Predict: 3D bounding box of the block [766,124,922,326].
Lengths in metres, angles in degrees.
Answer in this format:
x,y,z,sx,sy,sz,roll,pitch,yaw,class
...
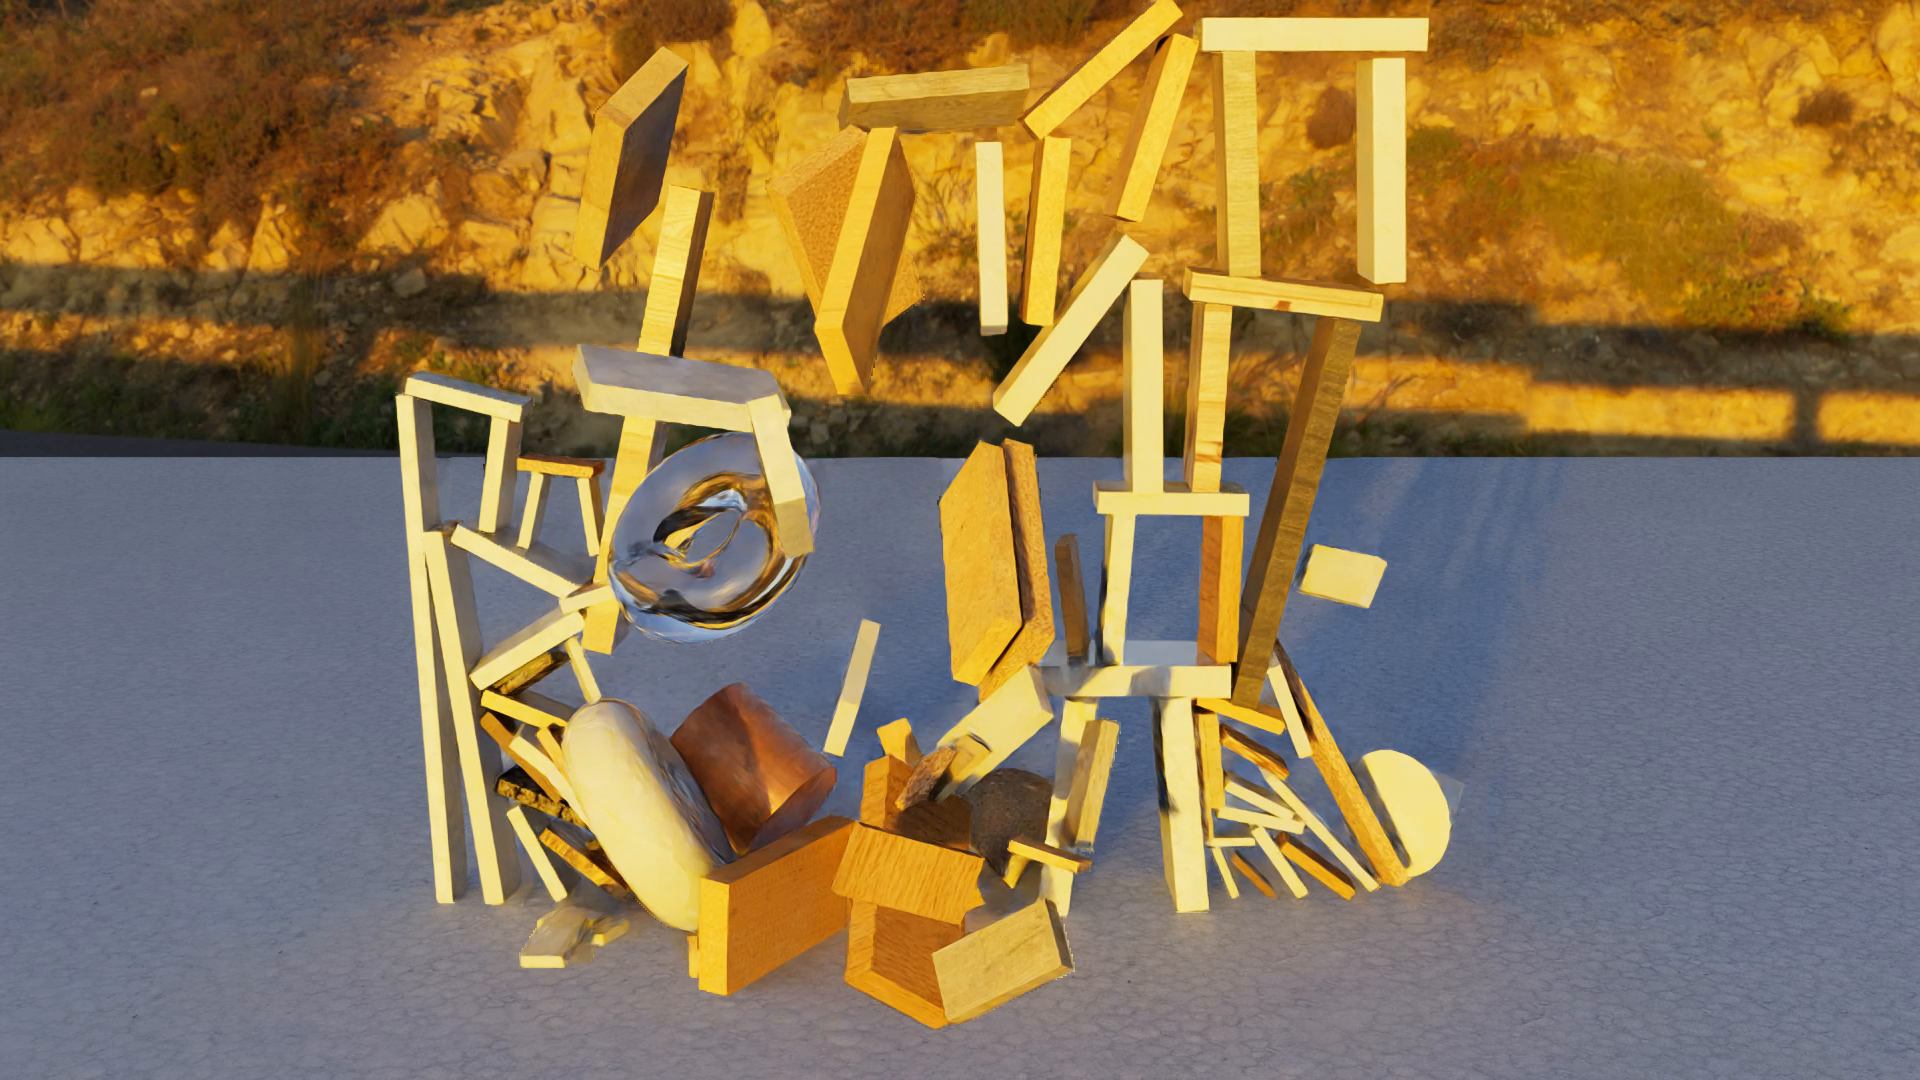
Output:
x,y,z,sx,sy,sz,roll,pitch,yaw,class
-0.178,-0.471,3.483,0.171,0.341,0.048,-39,50,-17,block

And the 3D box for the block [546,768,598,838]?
x,y,z,sx,sy,sz,roll,pitch,yaw,class
-0.592,0.427,3.480,0.147,0.021,0.073,45,-6,23,block

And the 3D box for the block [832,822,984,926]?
x,y,z,sx,sy,sz,roll,pitch,yaw,class
-0.068,0.440,2.899,0.189,0.095,0.027,19,1,-29,block

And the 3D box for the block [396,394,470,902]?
x,y,z,sx,sy,sz,roll,pitch,yaw,class
-0.860,0.176,3.594,0.026,0.840,0.092,-1,10,5,block

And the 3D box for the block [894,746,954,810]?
x,y,z,sx,sy,sz,roll,pitch,yaw,class
-0.050,0.339,3.134,0.052,0.015,0.104,-28,17,39,block

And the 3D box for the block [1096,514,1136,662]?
x,y,z,sx,sy,sz,roll,pitch,yaw,class
0.251,0.066,3.567,0.034,0.239,0.120,4,11,-2,block

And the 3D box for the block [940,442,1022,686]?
x,y,z,sx,sy,sz,roll,pitch,yaw,class
0.028,0.030,3.279,0.040,0.140,0.376,18,40,-20,block

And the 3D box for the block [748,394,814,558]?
x,y,z,sx,sy,sz,roll,pitch,yaw,class
-0.235,-0.079,2.893,0.040,0.140,0.279,-15,-14,-5,block

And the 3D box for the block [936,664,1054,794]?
x,y,z,sx,sy,sz,roll,pitch,yaw,class
0.050,0.276,3.196,0.026,0.194,0.092,30,28,-36,block

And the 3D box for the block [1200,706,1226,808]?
x,y,z,sx,sy,sz,roll,pitch,yaw,class
0.413,0.352,3.618,0.023,0.160,0.080,-6,12,0,block

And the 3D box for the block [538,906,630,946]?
x,y,z,sx,sy,sz,roll,pitch,yaw,class
-0.598,0.611,3.490,0.131,0.019,0.066,6,17,30,block

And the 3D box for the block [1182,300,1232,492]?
x,y,z,sx,sy,sz,roll,pitch,yaw,class
0.395,-0.236,3.528,0.042,0.298,0.149,2,12,-1,block

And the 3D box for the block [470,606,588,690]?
x,y,z,sx,sy,sz,roll,pitch,yaw,class
-0.692,0.161,3.592,0.219,0.031,0.109,-30,14,13,block

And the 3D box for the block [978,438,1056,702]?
x,y,z,sx,sy,sz,roll,pitch,yaw,class
0.072,0.046,3.361,0.048,0.168,0.400,14,43,-18,block

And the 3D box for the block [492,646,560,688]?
x,y,z,sx,sy,sz,roll,pitch,yaw,class
-0.713,0.208,3.612,0.110,0.016,0.055,-29,-1,12,block

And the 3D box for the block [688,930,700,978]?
x,y,z,sx,sy,sz,roll,pitch,yaw,class
-0.362,0.615,3.346,0.019,0.066,0.131,4,11,34,block

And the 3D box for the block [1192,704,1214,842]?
x,y,z,sx,sy,sz,roll,pitch,yaw,class
0.393,0.381,3.631,0.023,0.217,0.080,-6,11,0,block

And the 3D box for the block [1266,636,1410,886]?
x,y,z,sx,sy,sz,roll,pitch,yaw,class
0.617,0.368,3.679,0.023,0.467,0.082,-29,3,-10,block

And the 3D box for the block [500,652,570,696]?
x,y,z,sx,sy,sz,roll,pitch,yaw,class
-0.694,0.219,3.589,0.110,0.016,0.055,-33,-9,16,block

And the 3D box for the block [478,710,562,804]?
x,y,z,sx,sy,sz,roll,pitch,yaw,class
-0.709,0.347,3.630,0.026,0.185,0.093,-42,4,10,block

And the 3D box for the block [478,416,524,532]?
x,y,z,sx,sy,sz,roll,pitch,yaw,class
-0.738,-0.112,3.541,0.026,0.185,0.092,10,12,4,block

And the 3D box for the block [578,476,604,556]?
x,y,z,sx,sy,sz,roll,pitch,yaw,class
-0.590,-0.043,3.540,0.018,0.125,0.063,-6,12,6,block

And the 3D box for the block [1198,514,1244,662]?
x,y,z,sx,sy,sz,roll,pitch,yaw,class
0.422,0.068,3.569,0.034,0.239,0.120,0,11,-9,block

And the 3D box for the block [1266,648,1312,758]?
x,y,z,sx,sy,sz,roll,pitch,yaw,class
0.531,0.266,3.581,0.023,0.165,0.082,-20,16,6,block

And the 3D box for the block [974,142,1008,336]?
x,y,z,sx,sy,sz,roll,pitch,yaw,class
0.049,-0.469,3.447,0.040,0.282,0.141,-2,-1,0,block

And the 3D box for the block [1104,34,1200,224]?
x,y,z,sx,sy,sz,roll,pitch,yaw,class
0.297,-0.640,3.432,0.041,0.287,0.144,17,7,-7,block

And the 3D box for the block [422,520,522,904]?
x,y,z,sx,sy,sz,roll,pitch,yaw,class
-0.799,0.283,3.614,0.031,0.625,0.109,-6,10,6,block

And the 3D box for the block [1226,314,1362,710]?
x,y,z,sx,sy,sz,roll,pitch,yaw,class
0.528,-0.048,3.546,0.042,0.634,0.149,14,8,-3,block

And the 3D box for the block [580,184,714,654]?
x,y,z,sx,sy,sz,roll,pitch,yaw,class
-0.499,-0.195,3.520,0.048,0.742,0.171,12,8,-1,block

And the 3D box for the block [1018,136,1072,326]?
x,y,z,sx,sy,sz,roll,pitch,yaw,class
0.132,-0.487,3.461,0.041,0.287,0.144,5,10,-5,block

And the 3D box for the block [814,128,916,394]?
x,y,z,sx,sy,sz,roll,pitch,yaw,class
-0.137,-0.418,3.262,0.040,0.141,0.415,1,52,15,block

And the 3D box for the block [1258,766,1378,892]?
x,y,z,sx,sy,sz,roll,pitch,yaw,class
0.595,0.474,3.657,0.017,0.285,0.061,-41,18,8,block

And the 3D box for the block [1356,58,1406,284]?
x,y,z,sx,sy,sz,roll,pitch,yaw,class
0.661,-0.582,3.454,0.048,0.340,0.170,-2,12,2,block

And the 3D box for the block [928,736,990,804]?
x,y,z,sx,sy,sz,roll,pitch,yaw,class
-0.011,0.330,3.161,0.104,0.015,0.052,-44,35,-13,block

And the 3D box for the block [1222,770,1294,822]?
x,y,z,sx,sy,sz,roll,pitch,yaw,class
0.488,0.420,3.618,0.122,0.017,0.061,27,11,-7,block

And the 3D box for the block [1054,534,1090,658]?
x,y,z,sx,sy,sz,roll,pitch,yaw,class
0.183,0.090,3.579,0.026,0.184,0.092,-6,10,11,block

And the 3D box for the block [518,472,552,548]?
x,y,z,sx,sy,sz,roll,pitch,yaw,class
-0.685,-0.054,3.551,0.018,0.125,0.063,14,12,2,block

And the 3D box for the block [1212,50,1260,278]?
x,y,z,sx,sy,sz,roll,pitch,yaw,class
0.433,-0.592,3.450,0.048,0.340,0.170,-3,12,1,block

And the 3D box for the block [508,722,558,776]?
x,y,z,sx,sy,sz,roll,pitch,yaw,class
-0.618,0.396,3.605,0.267,0.026,0.093,40,11,-10,block

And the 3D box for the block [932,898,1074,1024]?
x,y,z,sx,sy,sz,roll,pitch,yaw,class
0.054,0.555,2.897,0.189,0.095,0.027,-31,-34,25,block

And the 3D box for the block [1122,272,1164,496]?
x,y,z,sx,sy,sz,roll,pitch,yaw,class
0.291,-0.252,3.511,0.048,0.337,0.168,-1,11,0,block

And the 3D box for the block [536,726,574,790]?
x,y,z,sx,sy,sz,roll,pitch,yaw,class
-0.622,0.362,3.525,0.147,0.021,0.073,45,0,44,block
